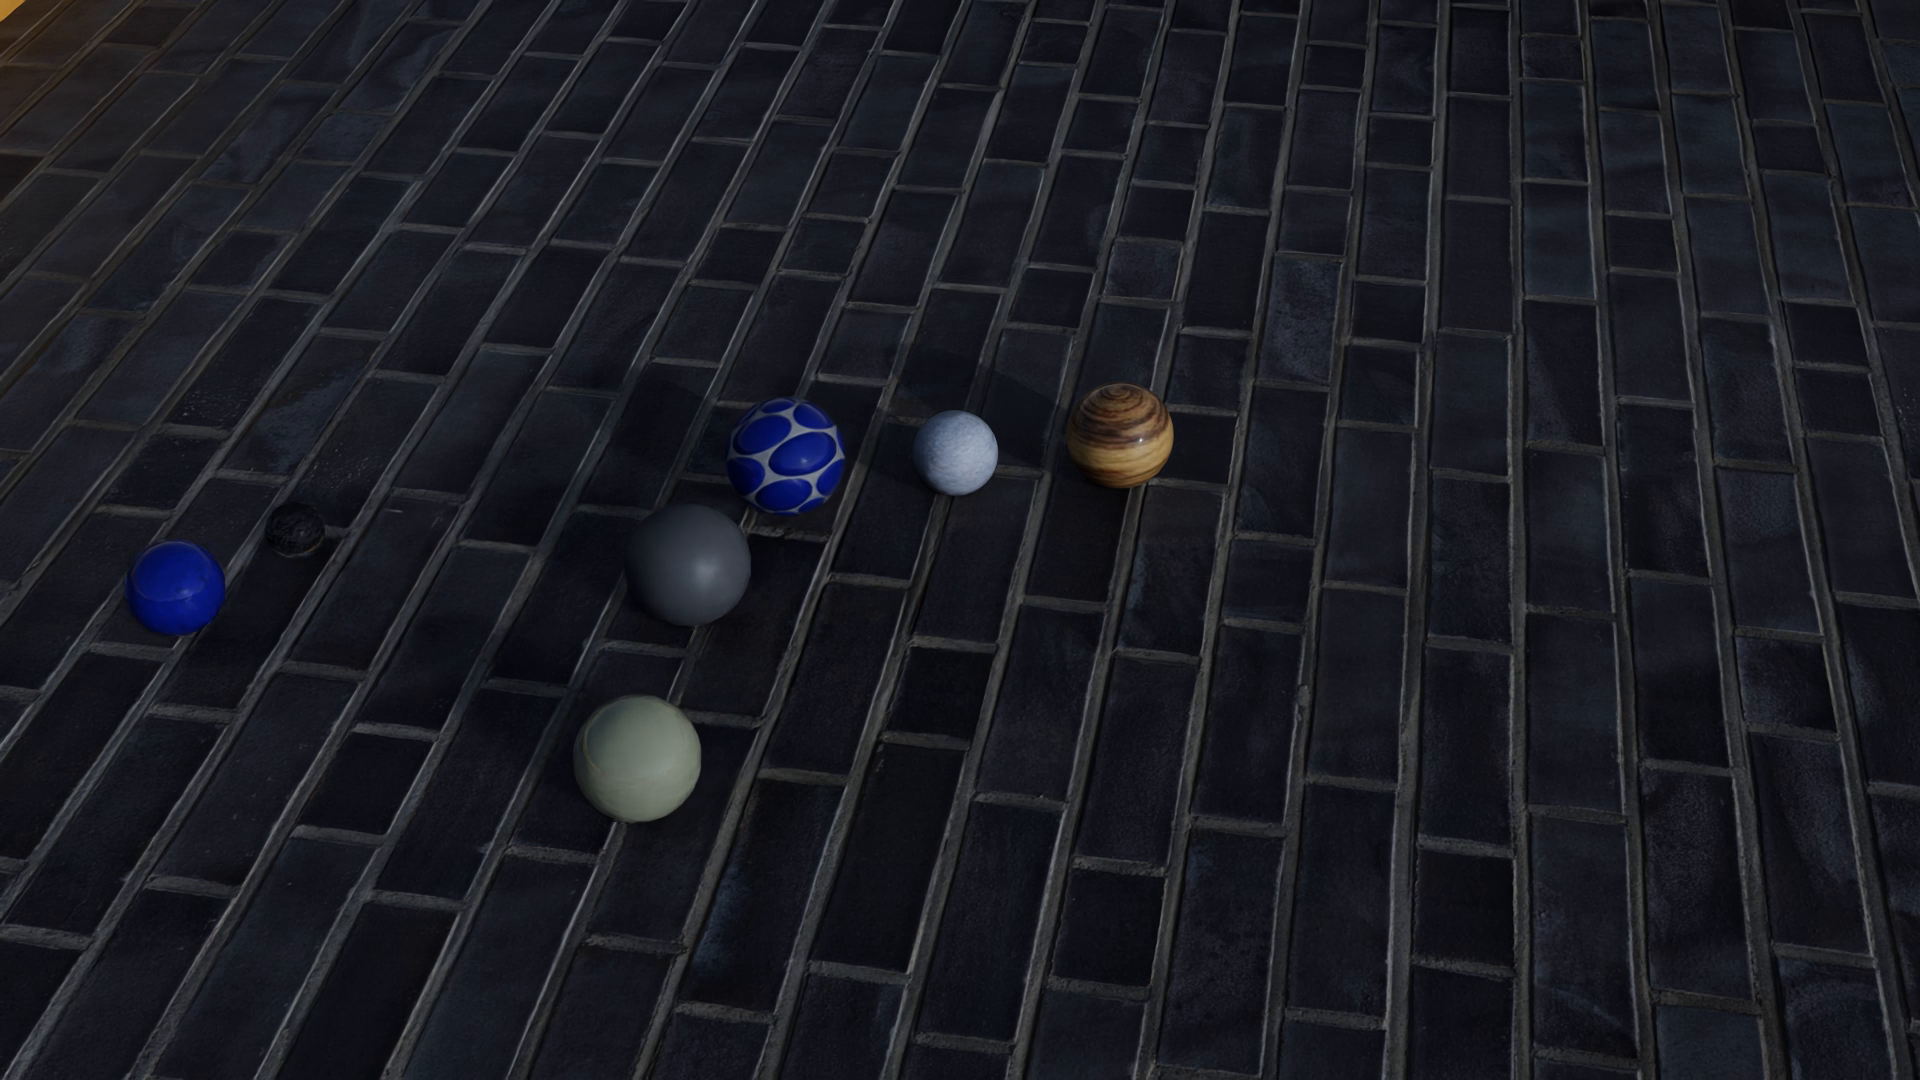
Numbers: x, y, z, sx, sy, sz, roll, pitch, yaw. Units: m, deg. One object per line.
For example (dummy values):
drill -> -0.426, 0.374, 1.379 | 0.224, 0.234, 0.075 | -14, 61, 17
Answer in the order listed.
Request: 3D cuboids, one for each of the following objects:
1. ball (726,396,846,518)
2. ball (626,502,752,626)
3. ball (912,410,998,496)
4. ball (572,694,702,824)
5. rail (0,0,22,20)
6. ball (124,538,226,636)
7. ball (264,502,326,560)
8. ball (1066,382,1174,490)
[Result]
ball -> -0.122, -0.058, 1.789 | 0.084, 0.084, 0.084 | 0, 35, 0
ball -> -0.179, 0.016, 1.687 | 0.083, 0.083, 0.083 | 0, 35, 0
ball -> -0.003, -0.061, 1.814 | 0.061, 0.061, 0.061 | 0, 35, 0
ball -> -0.193, 0.130, 1.531 | 0.077, 0.077, 0.077 | 0, 35, 0
rail -> -1.036, -0.120, 1.854 | 0.045, 0.109, 2.246 | 6, 36, 8
ball -> -0.514, 0.031, 1.682 | 0.064, 0.064, 0.064 | 0, 35, 0
ball -> -0.455, -0.006, 1.755 | 0.040, 0.040, 0.040 | 0, 35, 0
ball -> 0.113, -0.074, 1.819 | 0.076, 0.076, 0.076 | 0, 35, 0
